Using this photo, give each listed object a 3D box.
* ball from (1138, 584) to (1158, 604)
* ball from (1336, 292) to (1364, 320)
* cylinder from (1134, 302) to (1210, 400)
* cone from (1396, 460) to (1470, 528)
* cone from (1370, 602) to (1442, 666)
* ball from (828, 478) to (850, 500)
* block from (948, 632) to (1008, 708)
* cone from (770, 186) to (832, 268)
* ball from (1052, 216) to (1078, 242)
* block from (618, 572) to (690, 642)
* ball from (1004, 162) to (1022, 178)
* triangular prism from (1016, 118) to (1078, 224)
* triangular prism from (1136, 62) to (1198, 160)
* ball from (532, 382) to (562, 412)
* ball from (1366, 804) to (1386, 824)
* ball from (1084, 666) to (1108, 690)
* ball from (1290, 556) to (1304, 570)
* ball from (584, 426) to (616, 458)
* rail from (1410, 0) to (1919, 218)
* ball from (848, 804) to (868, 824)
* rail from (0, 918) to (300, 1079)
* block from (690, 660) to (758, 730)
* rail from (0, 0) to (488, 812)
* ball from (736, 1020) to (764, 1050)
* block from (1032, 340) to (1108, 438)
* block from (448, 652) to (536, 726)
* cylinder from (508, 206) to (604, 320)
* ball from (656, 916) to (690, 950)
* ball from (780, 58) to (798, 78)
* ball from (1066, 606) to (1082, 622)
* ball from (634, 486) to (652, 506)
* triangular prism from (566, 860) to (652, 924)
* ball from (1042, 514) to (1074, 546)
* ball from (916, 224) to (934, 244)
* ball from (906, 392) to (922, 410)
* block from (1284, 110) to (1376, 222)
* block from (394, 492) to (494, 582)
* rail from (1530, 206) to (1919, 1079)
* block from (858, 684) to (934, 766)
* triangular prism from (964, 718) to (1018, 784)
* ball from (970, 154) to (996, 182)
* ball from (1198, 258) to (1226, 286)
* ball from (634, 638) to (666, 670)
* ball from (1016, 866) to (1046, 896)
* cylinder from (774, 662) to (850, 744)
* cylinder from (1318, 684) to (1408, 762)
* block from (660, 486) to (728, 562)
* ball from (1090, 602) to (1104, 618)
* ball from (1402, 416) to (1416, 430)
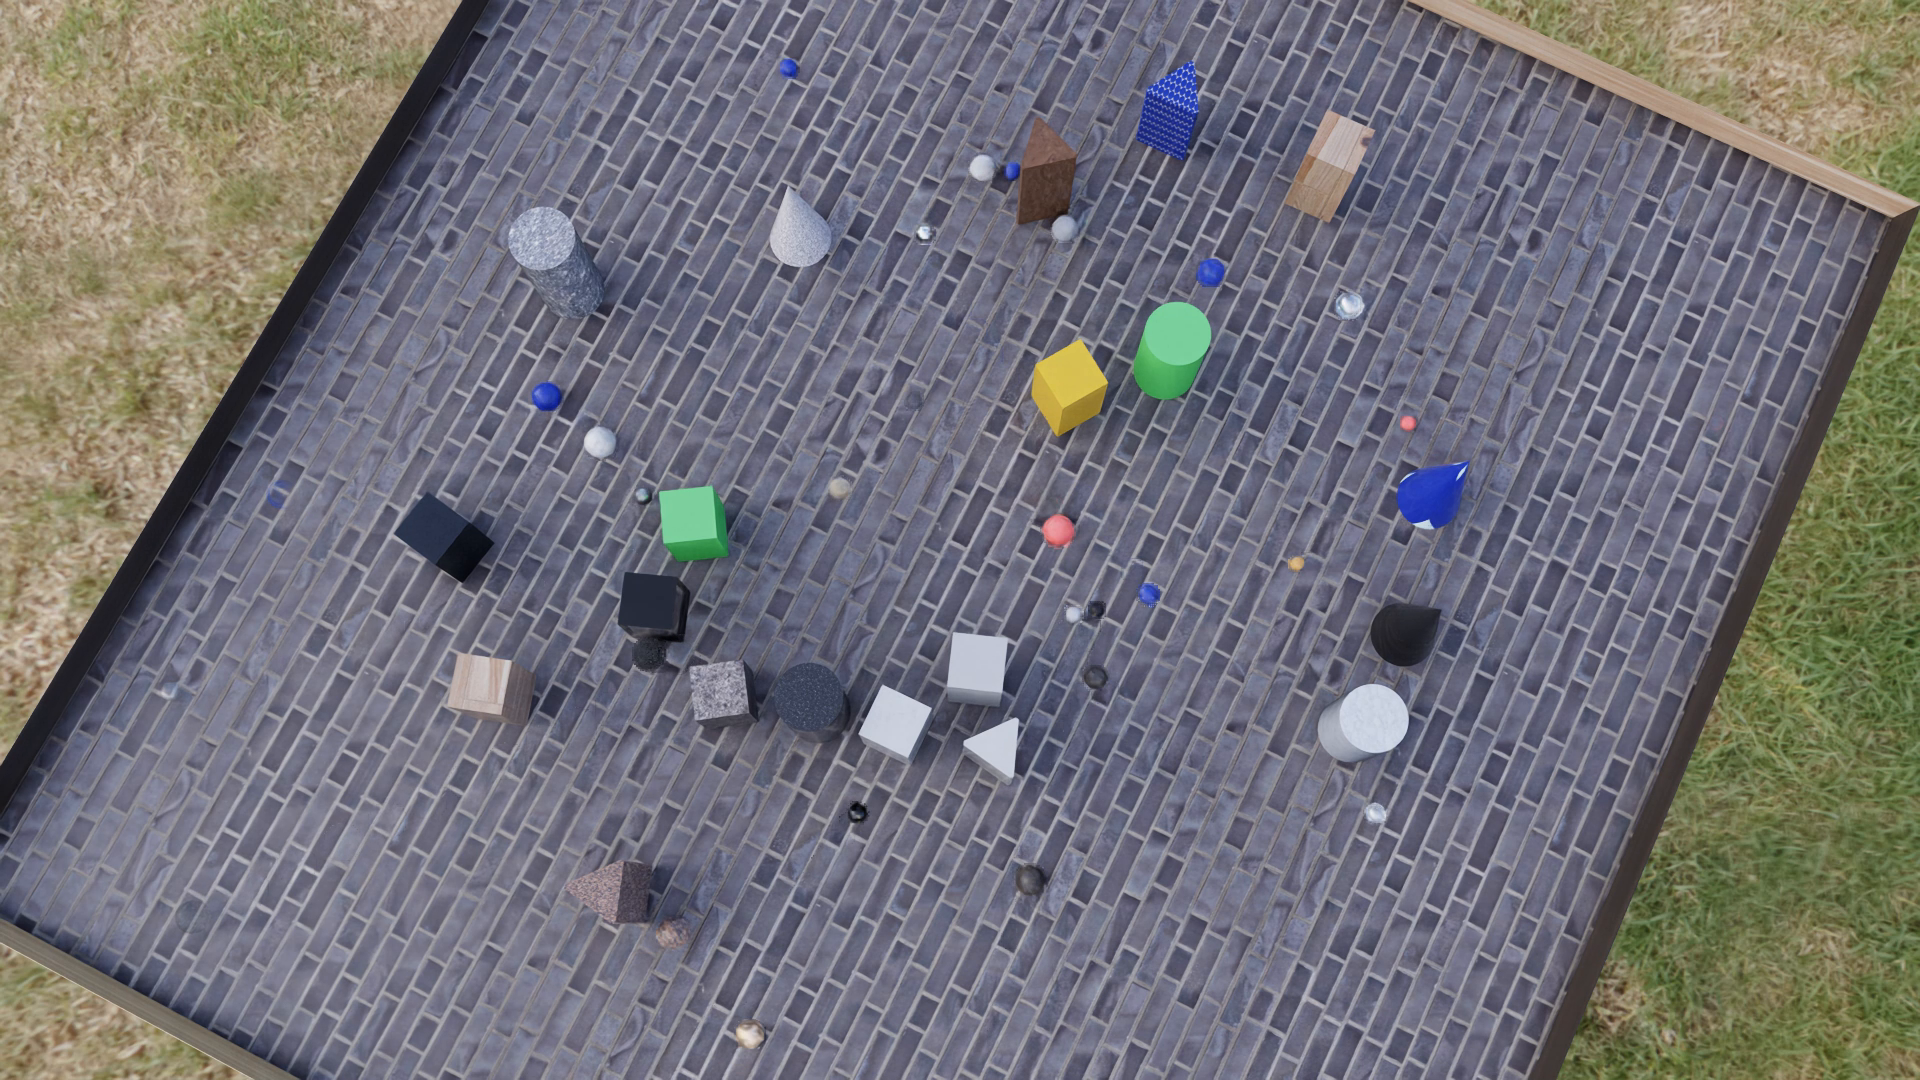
[{"bbox_3d":[0.570,0.166,5.552,0.060,0.060,0.060,0,78,0],"label":"ball"},{"bbox_3d":[1.216,-0.732,5.724,0.086,0.086,0.086,0,78,0],"label":"ball"},{"bbox_3d":[0.639,-0.569,5.551,0.195,0.360,0.195,0,78,0],"label":"cylinder"},{"bbox_3d":[1.443,-0.177,5.413,0.195,0.471,0.195,0,78,0],"label":"cone"},{"bbox_3d":[1.343,0.240,5.332,0.195,0.461,0.195,0,78,0],"label":"cone"},{"bbox_3d":[-0.369,-0.157,5.614,0.068,0.068,0.068,0,78,0],"label":"ball"},{"bbox_3d":[0.050,0.382,5.354,0.156,0.360,0.156,6,78,1],"label":"block"},{"bbox_3d":[-0.506,-1.002,5.606,0.195,0.426,0.195,0,78,0],"label":"cone"},{"bbox_3d":[0.331,-0.983,5.779,0.081,0.081,0.081,0,78,0],"label":"ball"},{"bbox_3d":[-0.907,0.202,5.446,0.156,0.253,0.156,6,78,1],"label":"block"},{"bbox_3d":[0.169,-1.176,5.833,0.054,0.054,0.054,0,78,0],"label":"ball"},{"bbox_3d":[0.246,-1.138,5.626,0.169,0.443,0.146,-13,79,-3],"label":"triangular prism"},{"bbox_3d":[0.673,-1.352,5.716,0.169,0.352,0.146,26,80,5],"label":"triangular prism"},{"bbox_3d":[-1.277,-0.442,5.662,0.090,0.090,0.090,0,78,0],"label":"ball"},{"bbox_3d":[1.229,0.809,5.419,0.060,0.060,0.060,0,78,0],"label":"ball"},{"bbox_3d":[0.408,0.414,5.495,0.070,0.070,0.070,0,78,0],"label":"ball"},{"bbox_3d":[1.027,0.071,5.580,0.043,0.043,0.043,0,78,0],"label":"ball"},{"bbox_3d":[-1.105,-0.300,5.629,0.098,0.098,0.098,0,78,0],"label":"ball"},{"bbox_3d":[1.013,-1.978,5.960,4.407,0.127,0.045,26,80,5],"label":"rail"},{"bbox_3d":[-0.303,0.808,5.420,0.058,0.058,0.058,0,78,0],"label":"ball"},{"bbox_3d":[-1.013,1.991,5.139,4.407,0.127,0.045,26,80,5],"label":"rail"},{"bbox_3d":[-0.692,0.457,5.390,0.156,0.258,0.156,-8,78,-2],"label":"block"},{"bbox_3d":[-1.950,-0.948,5.747,0.045,0.127,4.579,26,80,5],"label":"rail"},{"bbox_3d":[-0.605,1.425,5.280,0.082,0.082,0.082,0,78,0],"label":"ball"},{"bbox_3d":[0.328,-0.456,5.545,0.156,0.325,0.156,-30,80,-6],"label":"block"},{"bbox_3d":[-1.366,0.440,5.365,0.156,0.314,0.156,8,78,2],"label":"block"},{"bbox_3d":[-1.218,-0.834,5.560,0.195,0.450,0.195,0,78,0],"label":"cylinder"},{"bbox_3d":[-0.836,1.143,5.332,0.095,0.095,0.095,0,78,0],"label":"ball"},{"bbox_3d":[-0.553,-1.521,5.901,0.059,0.059,0.059,0,78,0],"label":"ball"},{"bbox_3d":[0.343,0.226,5.545,0.049,0.049,0.049,0,78,0],"label":"ball"},{"bbox_3d":[-0.971,-0.136,5.615,0.058,0.058,0.058,0,78,0],"label":"ball"},{"bbox_3d":[-0.955,0.972,5.174,0.169,0.472,0.146,35,80,7],"label":"triangular prism"},{"bbox_3d":[0.299,-0.029,5.574,0.095,0.095,0.095,0,78,0],"label":"ball"},{"bbox_3d":[-0.111,-0.966,5.787,0.059,0.059,0.059,0,78,0],"label":"ball"},{"bbox_3d":[-0.144,-0.430,5.679,0.051,0.051,0.051,0,78,0],"label":"ball"},{"bbox_3d":[1.137,-1.149,5.657,0.156,0.386,0.156,25,79,5],"label":"block"},{"bbox_3d":[-1.535,-0.005,5.465,0.156,0.299,0.156,35,81,7],"label":"block"},{"bbox_3d":[1.950,0.961,5.352,0.045,0.127,4.579,26,80,5],"label":"rail"},{"bbox_3d":[-0.184,0.544,5.350,0.156,0.301,0.156,25,79,5],"label":"block"},{"bbox_3d":[0.121,0.595,5.340,0.169,0.301,0.146,35,80,7],"label":"triangular prism"},{"bbox_3d":[0.074,-1.181,5.819,0.083,0.083,0.083,0,78,0],"label":"ball"},{"bbox_3d":[0.788,-0.841,5.747,0.086,0.086,0.086,0,78,0],"label":"ball"},{"bbox_3d":[-0.929,0.340,5.496,0.097,0.097,0.097,0,78,0],"label":"ball"},{"bbox_3d":[0.206,0.997,5.365,0.088,0.088,0.088,0,78,0],"label":"ball"},{"bbox_3d":[-0.426,0.478,5.336,0.195,0.355,0.195,0,78,0],"label":"cylinder"},{"bbox_3d":[1.171,0.537,5.340,0.195,0.325,0.195,0,78,0],"label":"cylinder"},{"bbox_3d":[-0.793,-0.046,5.482,0.156,0.282,0.156,-6,78,-1],"label":"block"},{"bbox_3d":[0.415,0.212,5.549,0.046,0.046,0.046,0,78,0],"label":"ball"},{"bbox_3d":[1.388,-0.360,5.668,0.045,0.045,0.045,0,78,0],"label":"ball"}]
